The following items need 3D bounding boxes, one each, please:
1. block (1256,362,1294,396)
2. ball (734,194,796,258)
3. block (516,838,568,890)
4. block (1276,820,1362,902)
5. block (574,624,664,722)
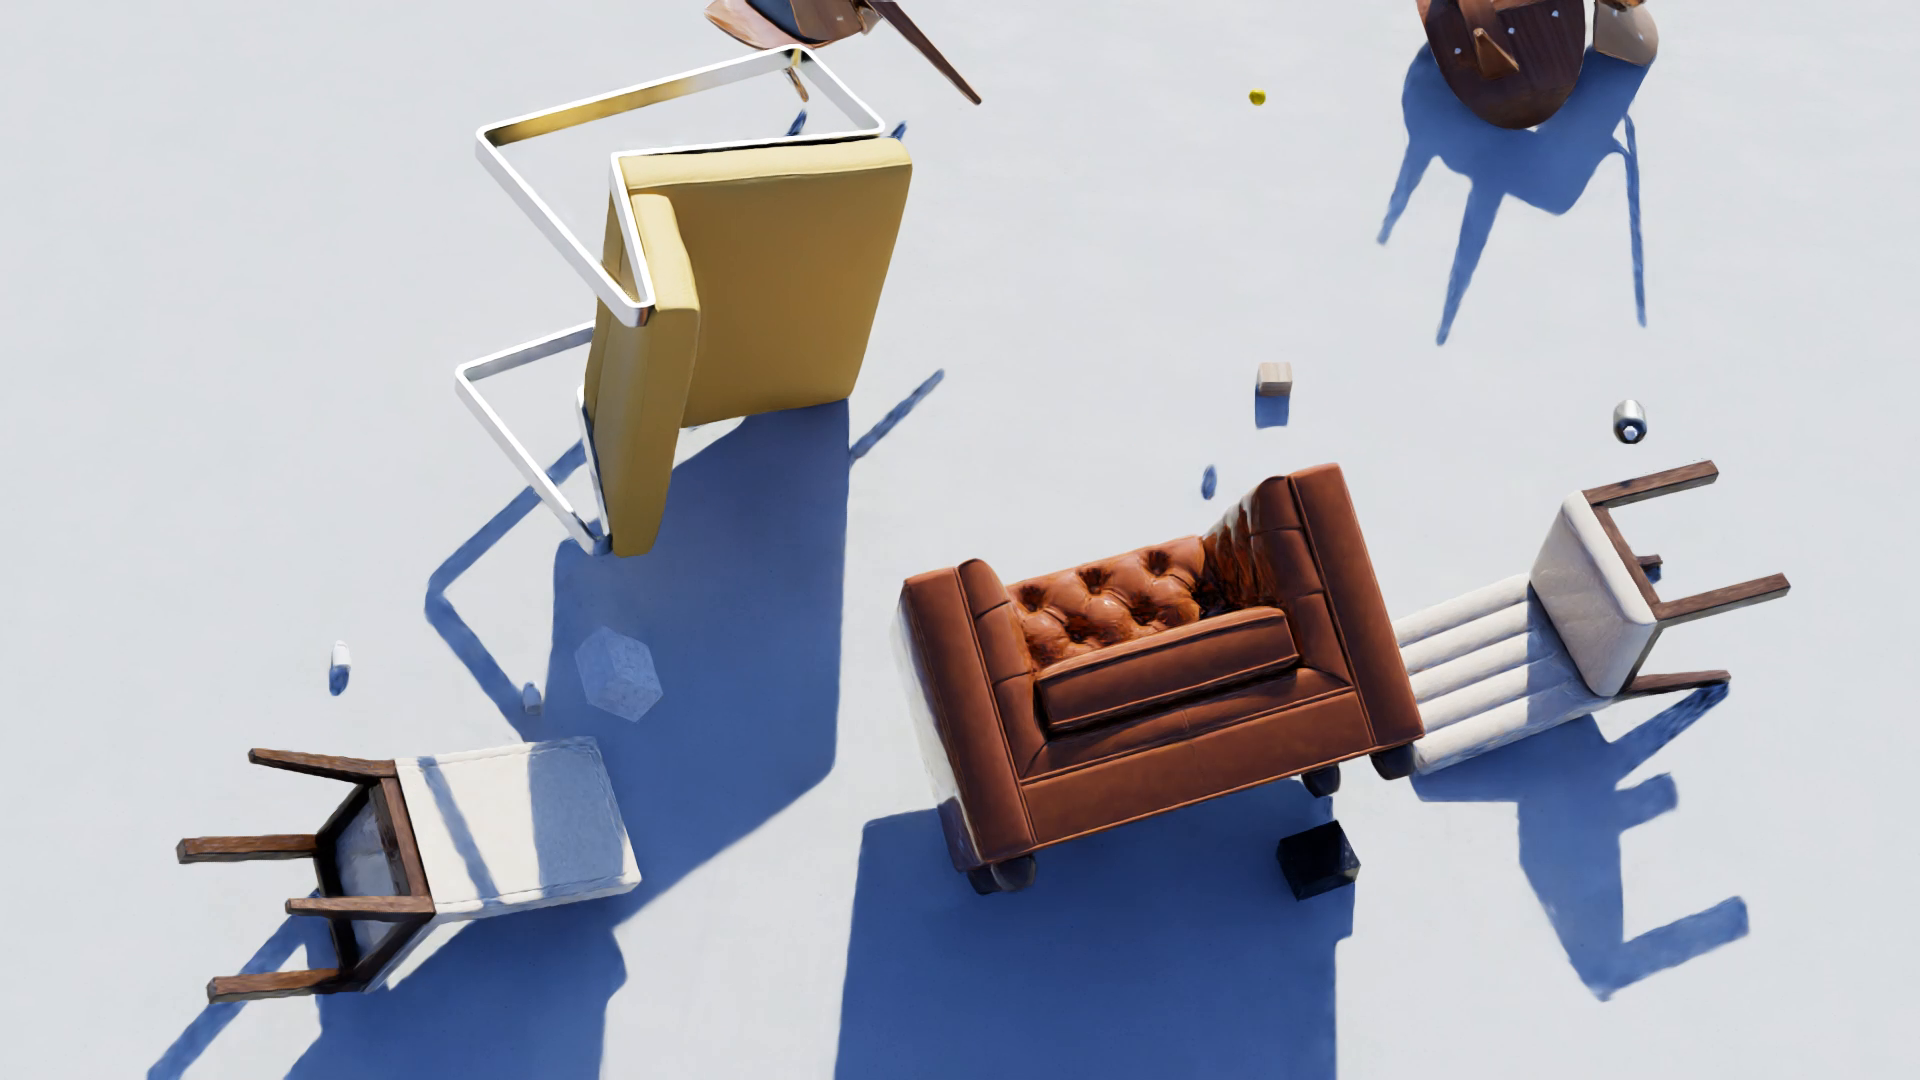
[{"bbox_3d":[0.983,-0.500,6.864,0.097,0.076,0.074,-2,56,-1],"label":"block"},{"bbox_3d":[-0.621,-1.003,7.017,0.200,0.200,0.200,0,56,0],"label":"ball"},{"bbox_3d":[-1.121,0.870,5.894,0.079,0.134,0.077,39,58,-3],"label":"block"},{"bbox_3d":[0.966,0.865,5.932,0.172,0.102,0.144,-17,58,-11],"label":"block"},{"bbox_3d":[-0.938,0.366,6.034,0.121,0.170,0.195,-44,45,19],"label":"block"}]
